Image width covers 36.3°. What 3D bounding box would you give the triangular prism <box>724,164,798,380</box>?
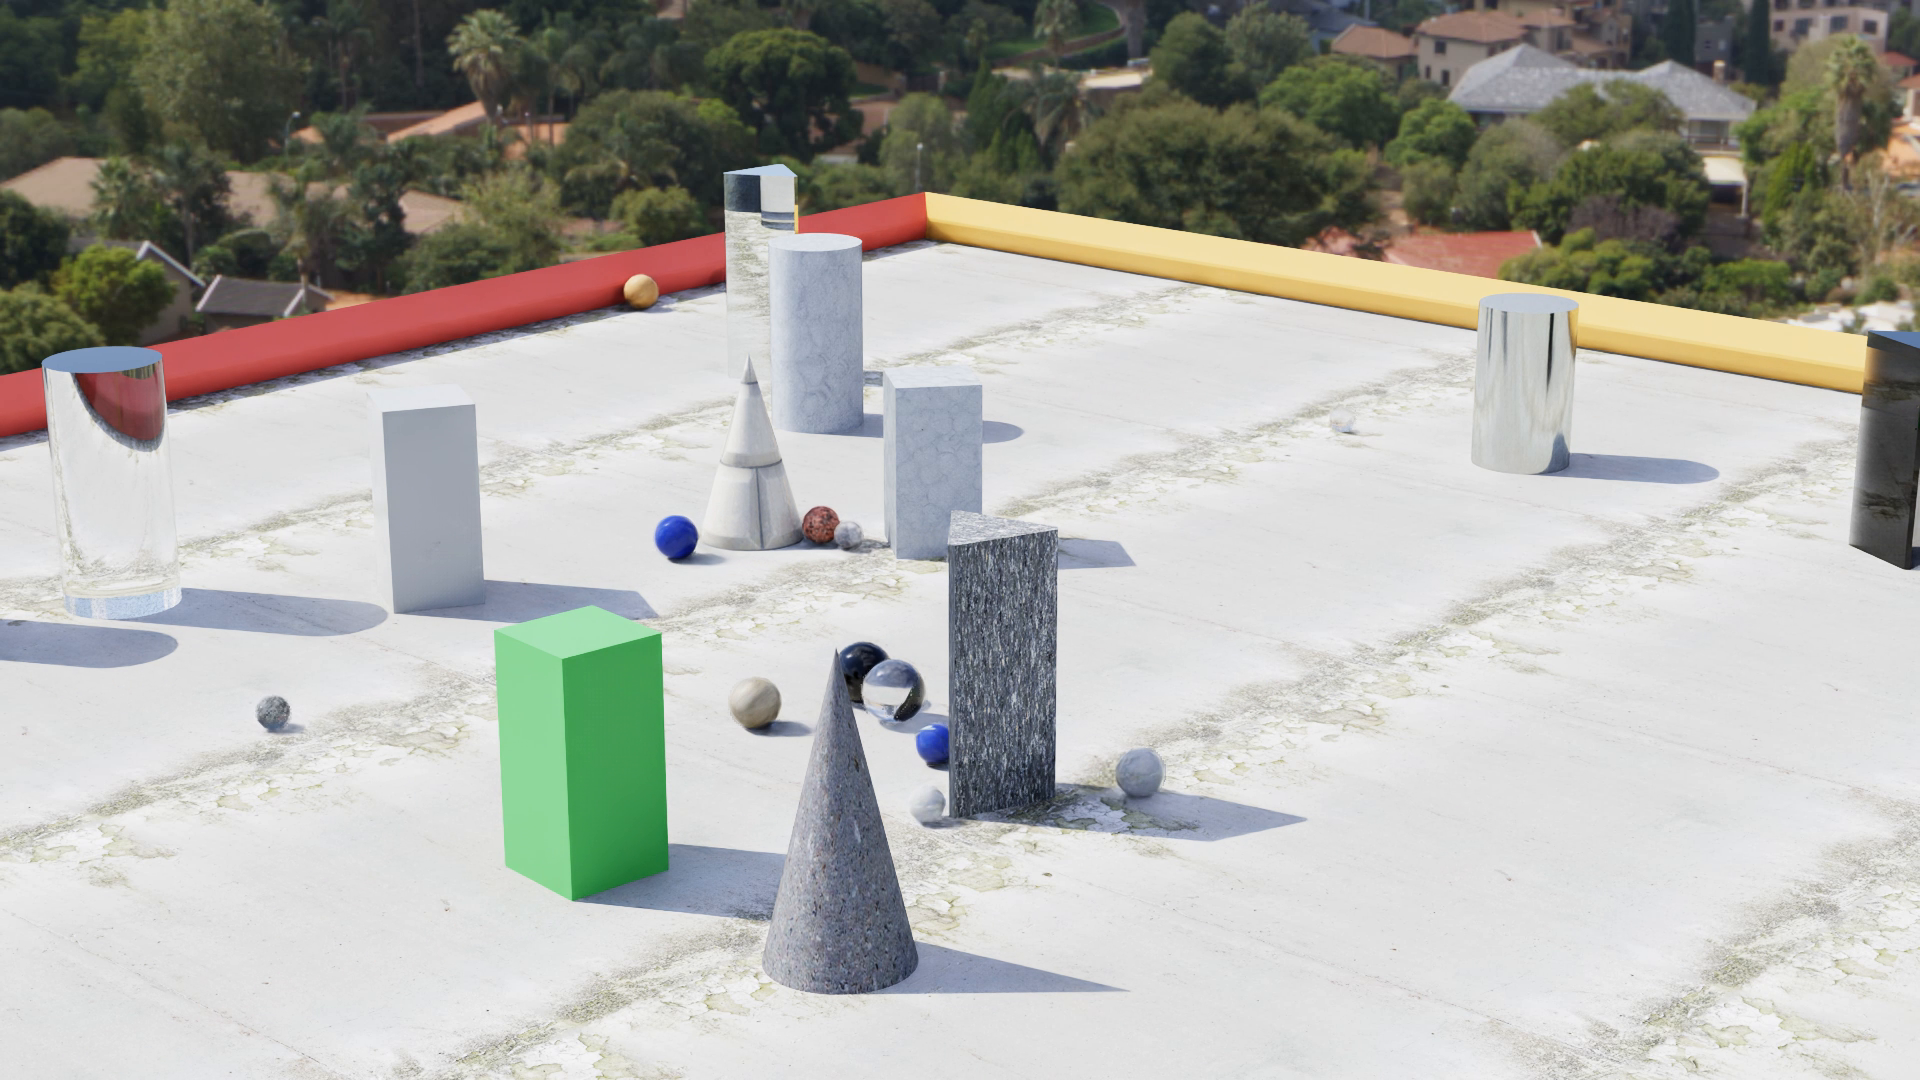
[{"bbox_3d":[-0.426,-0.609,6.660,0.171,0.469,0.148,5,17,15],"label":"triangular prism"}]

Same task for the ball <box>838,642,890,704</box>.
[{"bbox_3d":[-0.152,0.208,4.594,0.098,0.098,0.098,0,17,0],"label":"ball"}]

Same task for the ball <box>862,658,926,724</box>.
[{"bbox_3d":[-0.102,0.232,4.511,0.099,0.099,0.099,0,17,0],"label":"ball"}]

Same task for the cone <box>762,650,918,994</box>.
[{"bbox_3d":[-0.151,0.329,3.634,0.198,0.419,0.198,0,17,0],"label":"cone"}]

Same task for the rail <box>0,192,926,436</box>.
[{"bbox_3d":[-1.668,-0.386,6.506,0.045,0.129,4.844,14,22,39],"label":"rail"}]

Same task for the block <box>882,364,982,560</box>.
[{"bbox_3d":[-0.051,-0.145,5.379,0.158,0.320,0.158,-3,17,-9],"label":"block"}]

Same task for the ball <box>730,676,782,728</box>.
[{"bbox_3d":[-0.312,0.249,4.490,0.080,0.080,0.080,0,17,0],"label":"ball"}]

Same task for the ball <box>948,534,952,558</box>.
[{"bbox_3d":[0.018,0.012,5.277,0.079,0.079,0.079,0,17,0],"label":"ball"}]

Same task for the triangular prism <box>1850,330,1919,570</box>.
[{"bbox_3d":[1.702,-0.172,5.323,0.148,0.404,0.171,14,22,38],"label":"triangular prism"}]

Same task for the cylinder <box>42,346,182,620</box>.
[{"bbox_3d":[-1.455,-0.100,5.036,0.198,0.431,0.198,0,17,0],"label":"cylinder"}]

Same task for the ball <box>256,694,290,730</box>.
[{"bbox_3d":[-1.052,0.263,4.488,0.053,0.053,0.053,0,17,0],"label":"ball"}]

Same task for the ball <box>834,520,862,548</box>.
[{"bbox_3d":[-0.206,-0.009,5.395,0.051,0.051,0.051,0,17,0],"label":"ball"}]

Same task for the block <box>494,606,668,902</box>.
[{"bbox_3d":[-0.506,0.283,3.928,0.158,0.338,0.158,-14,22,-40],"label":"block"}]

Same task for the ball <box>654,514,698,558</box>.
[{"bbox_3d":[-0.515,-0.006,5.333,0.081,0.081,0.081,0,17,0],"label":"ball"}]

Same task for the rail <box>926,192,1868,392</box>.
[{"bbox_3d":[1.572,-0.490,6.854,4.465,0.129,0.045,14,22,39],"label":"rail"}]

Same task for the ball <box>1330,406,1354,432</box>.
[{"bbox_3d":[0.810,-0.256,6.212,0.053,0.053,0.053,0,17,0],"label":"ball"}]

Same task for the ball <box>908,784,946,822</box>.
[{"bbox_3d":[-0.047,0.371,4.130,0.053,0.053,0.053,0,17,0],"label":"ball"}]

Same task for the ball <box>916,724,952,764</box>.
[{"bbox_3d":[-0.037,0.302,4.346,0.060,0.060,0.060,0,17,0],"label":"ball"}]

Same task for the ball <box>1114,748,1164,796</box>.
[{"bbox_3d":[0.258,0.335,4.221,0.070,0.070,0.070,0,17,0],"label":"ball"}]

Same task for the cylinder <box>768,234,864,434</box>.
[{"bbox_3d":[-0.305,-0.441,6.237,0.198,0.392,0.198,0,17,0],"label":"cylinder"}]

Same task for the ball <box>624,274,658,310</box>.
[{"bbox_3d":[-0.803,-0.624,7.375,0.087,0.087,0.087,0,17,0],"label":"ball"}]

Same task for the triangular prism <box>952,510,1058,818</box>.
[{"bbox_3d":[0.028,0.170,4.191,0.171,0.404,0.148,-9,19,-27],"label":"triangular prism"}]

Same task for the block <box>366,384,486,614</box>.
[{"bbox_3d":[-0.926,-0.074,5.079,0.158,0.357,0.158,-6,18,-20],"label":"block"}]

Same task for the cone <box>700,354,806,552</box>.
[{"bbox_3d":[-0.388,-0.176,5.427,0.198,0.353,0.198,0,17,0],"label":"cone"}]

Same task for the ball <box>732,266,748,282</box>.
[{"bbox_3d":[-0.578,-0.696,7.689,0.043,0.043,0.043,0,17,0],"label":"ball"}]

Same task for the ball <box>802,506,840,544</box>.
[{"bbox_3d":[-0.257,-0.028,5.424,0.070,0.070,0.070,0,17,0],"label":"ball"}]

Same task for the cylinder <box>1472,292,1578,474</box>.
[{"bbox_3d":[1.143,-0.318,5.936,0.198,0.330,0.198,0,17,0],"label":"cylinder"}]
